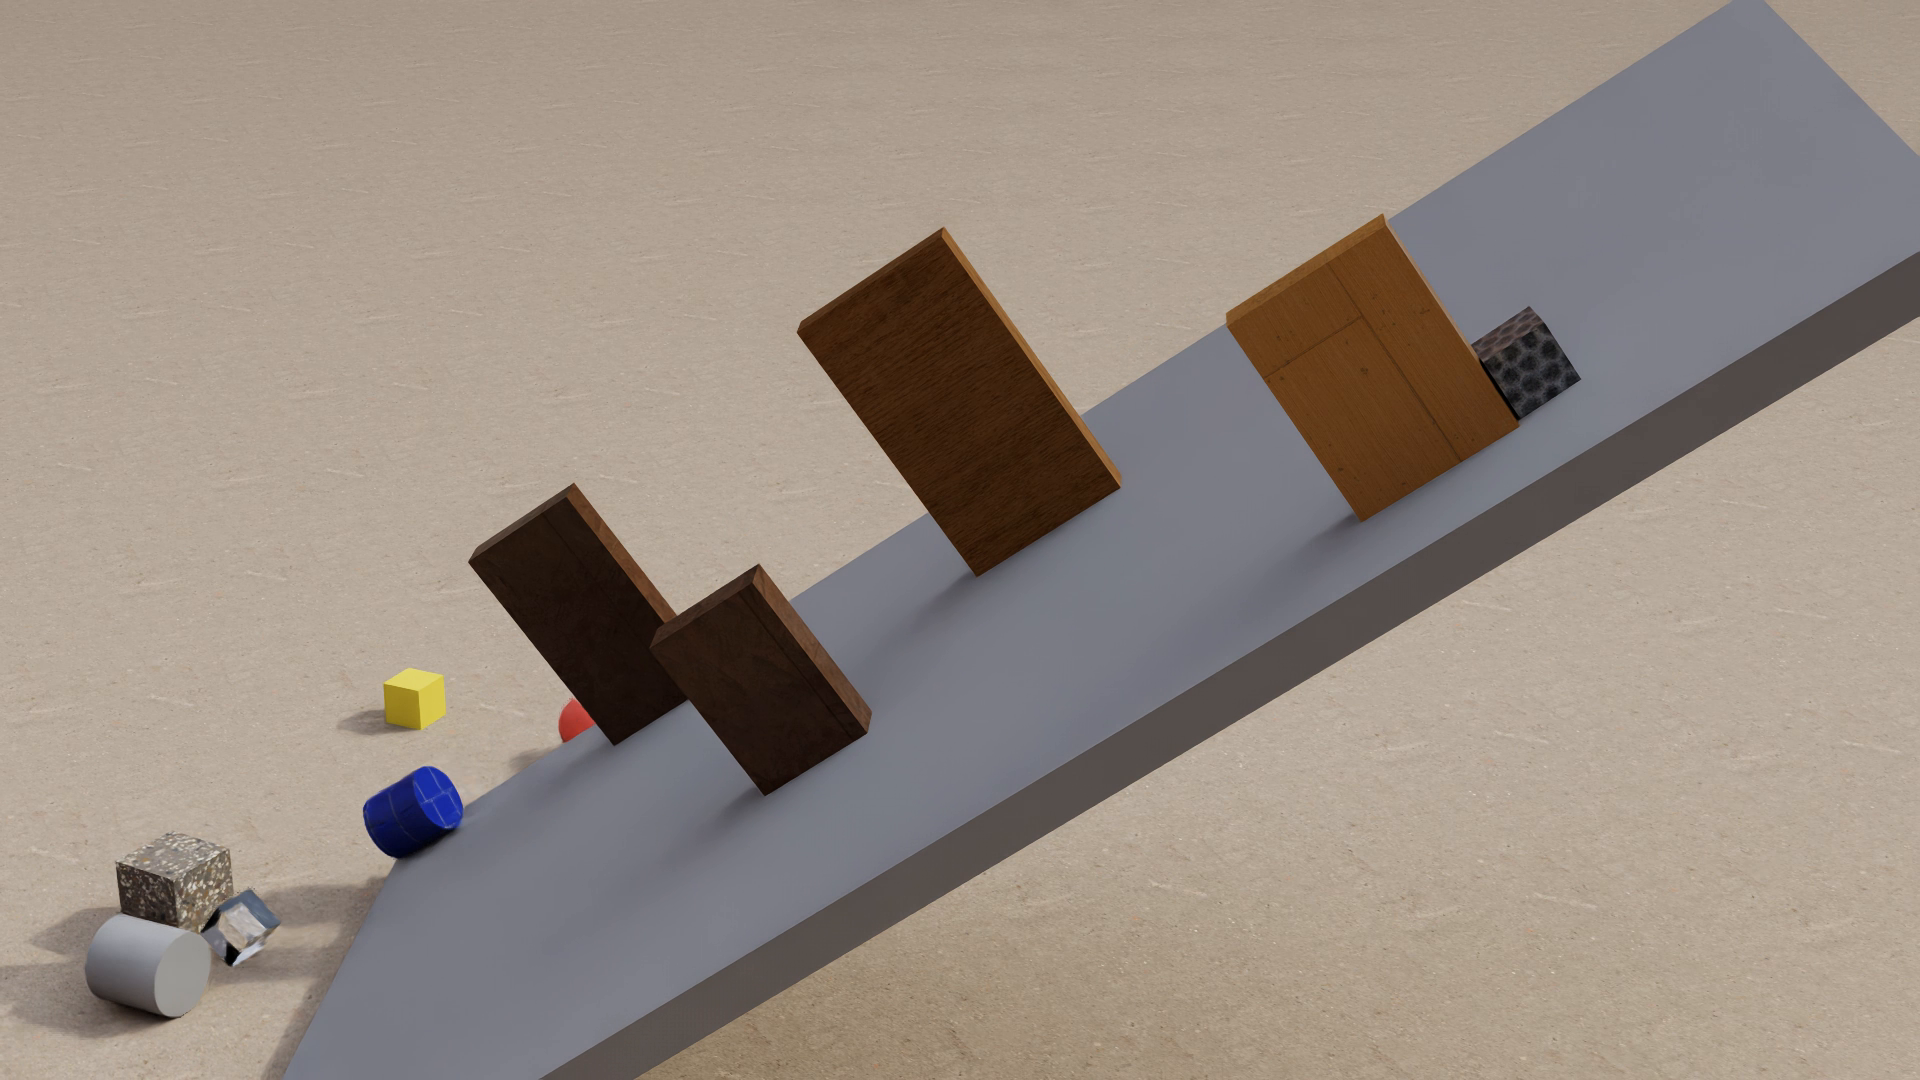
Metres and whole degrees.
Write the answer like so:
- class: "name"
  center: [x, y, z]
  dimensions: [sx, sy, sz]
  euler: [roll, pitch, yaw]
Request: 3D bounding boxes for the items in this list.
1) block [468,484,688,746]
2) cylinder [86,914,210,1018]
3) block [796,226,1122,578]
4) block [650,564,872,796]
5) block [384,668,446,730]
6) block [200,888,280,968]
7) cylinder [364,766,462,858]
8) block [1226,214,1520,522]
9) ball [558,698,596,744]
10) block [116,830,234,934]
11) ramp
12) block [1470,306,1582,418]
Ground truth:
- class: "block"
  center: [-0.897, 0.185, 7.212]
  dimensions: [0.305, 0.588, 0.100]
  euler: [-32, 16, 15]
- class: "cylinder"
  center: [-1.960, 1.028, 7.102]
  dimensions: [0.207, 0.207, 0.207]
  euler: [10, 23, 23]
- class: "block"
  center: [0.002, -0.299, 6.490]
  dimensions: [0.388, 0.690, 0.082]
  euler: [-32, 16, 15]
- class: "block"
  center: [-0.416, 0.295, 6.182]
  dimensions: [0.268, 0.408, 0.109]
  euler: [-32, 16, 15]
- class: "block"
  center: [-1.604, 0.467, 8.655]
  dimensions: [0.125, 0.125, 0.125]
  euler: [10, 23, 24]
- class: "block"
  center: [-1.792, 0.966, 7.321]
  dimensions: [0.117, 0.117, 0.117]
  euler: [45, 35, 9]
- class: "cylinder"
  center: [-1.411, 0.701, 7.586]
  dimensions: [0.179, 0.179, 0.179]
  euler: [-30, 11, 23]
- class: "block"
  center: [0.749, -0.310, 5.345]
  dimensions: [0.336, 0.453, 0.084]
  euler: [-32, 16, 15]
- class: "ball"
  center: [-1.052, 0.530, 8.407]
  dimensions: [0.187, 0.187, 0.187]
  euler: [0, 21, 0]
- class: "block"
  center: [-1.991, 0.888, 7.473]
  dimensions: [0.198, 0.198, 0.198]
  euler: [12, 24, 28]
- class: "ramp"
  center: [0.136, 0.174, 6.305]
  dimensions: [4.000, 0.100, 2.000]
  euler: [-32, 16, 15]
- class: "block"
  center: [1.034, -0.326, 5.384]
  dimensions: [0.130, 0.130, 0.130]
  euler: [-34, 15, 9]
